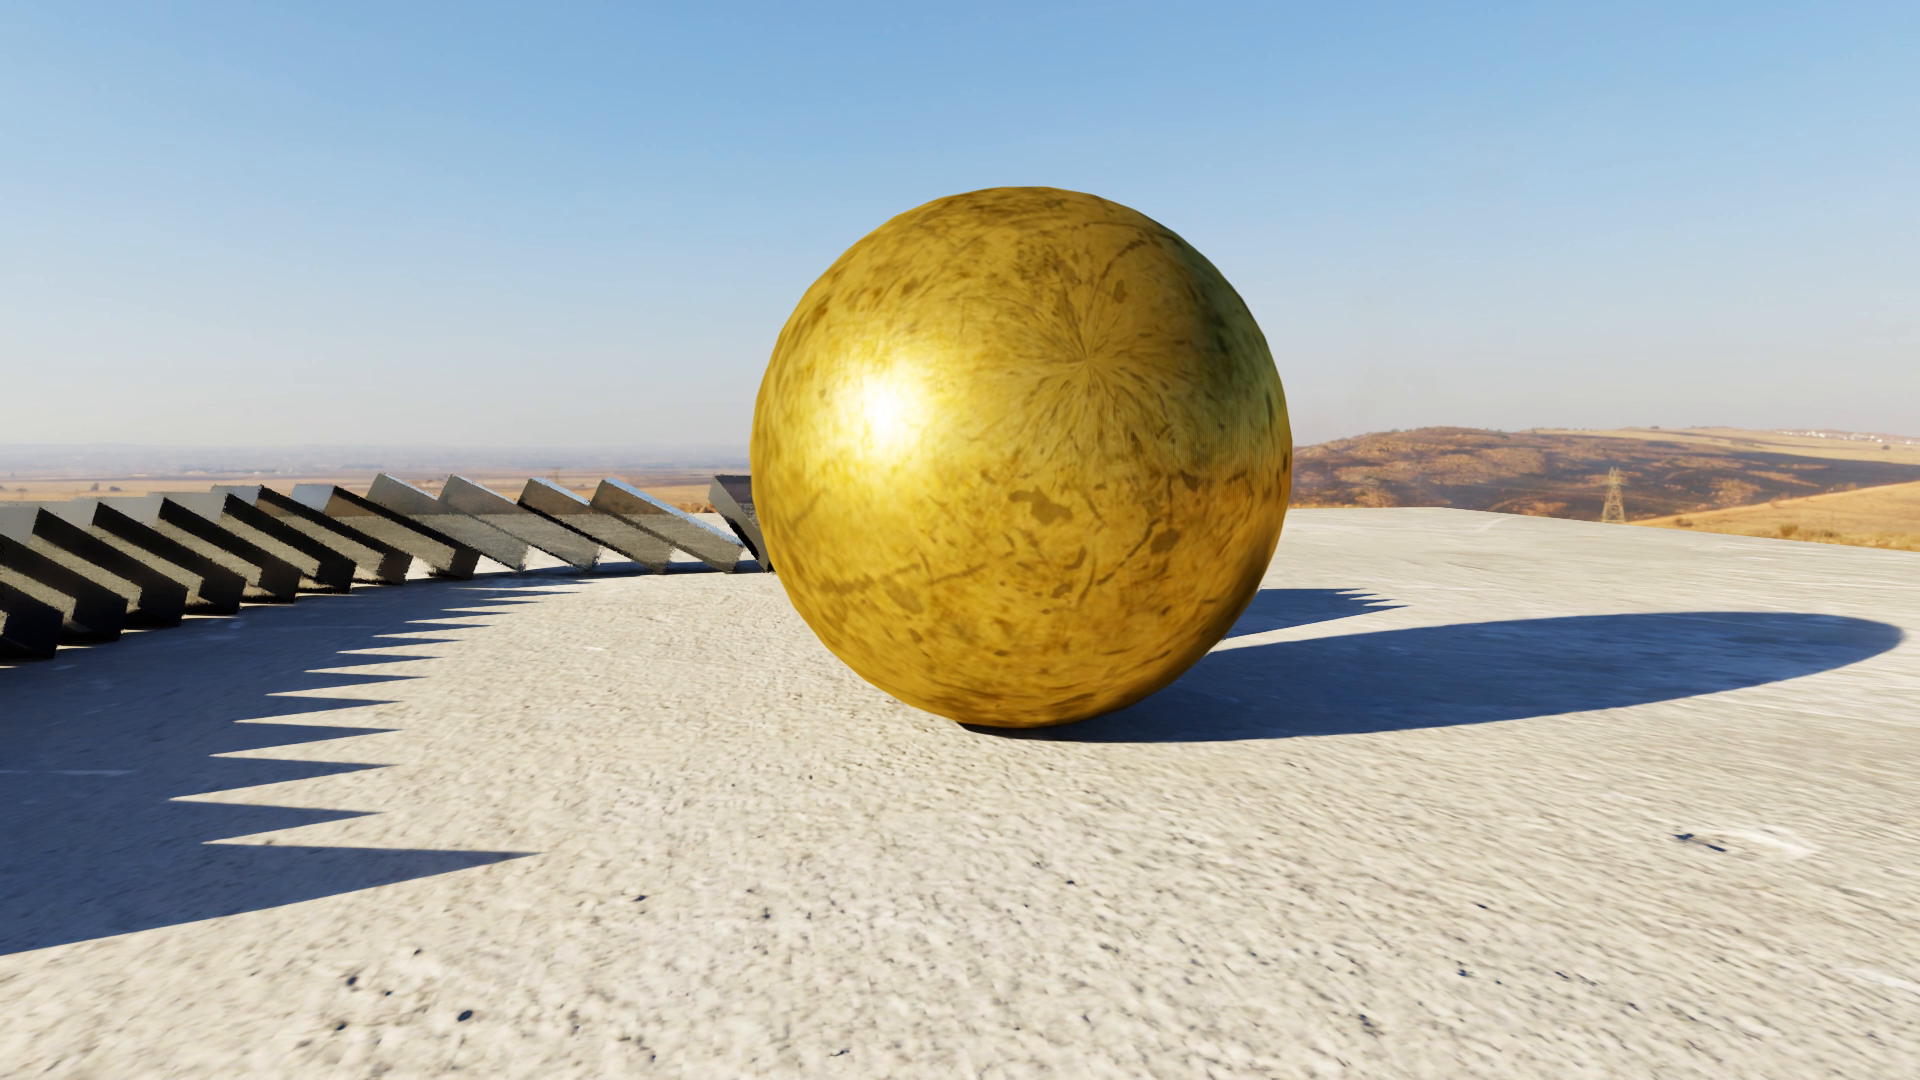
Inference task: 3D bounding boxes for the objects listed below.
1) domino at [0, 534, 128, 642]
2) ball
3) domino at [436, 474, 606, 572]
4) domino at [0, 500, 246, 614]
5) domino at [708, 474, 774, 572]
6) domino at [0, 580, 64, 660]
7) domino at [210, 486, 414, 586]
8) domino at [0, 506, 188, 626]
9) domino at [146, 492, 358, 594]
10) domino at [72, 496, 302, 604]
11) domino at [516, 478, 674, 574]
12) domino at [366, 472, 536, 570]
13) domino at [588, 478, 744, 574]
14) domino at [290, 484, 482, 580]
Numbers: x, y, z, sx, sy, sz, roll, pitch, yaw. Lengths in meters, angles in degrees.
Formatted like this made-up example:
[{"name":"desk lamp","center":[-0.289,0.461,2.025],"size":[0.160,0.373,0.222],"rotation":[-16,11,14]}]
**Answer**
[{"name":"domino","center":[-0.194,0.009,0.255],"size":[0.025,0.009,0.050],"rotation":[0,-21,0]},{"name":"ball","center":[0.009,-0.012,0.193],"size":[0.080,0.080,0.080],"rotation":[0,4,0]},{"name":"domino","center":[-0.141,-0.005,0.415],"size":[0.050,0.009,0.025],"rotation":[27,-5,-10]},{"name":"domino","center":[-0.196,0.005,0.301],"size":[0.025,0.009,0.050],"rotation":[1,-21,8]},{"name":"domino","center":[-0.065,-0.006,0.441],"size":[0.025,0.010,0.050],"rotation":[-1,31,-36]},{"name":"domino","center":[-0.191,0.010,0.232],"size":[0.025,0.010,0.050],"rotation":[0,-21,-4]},{"name":"domino","center":[-0.188,-0.001,0.371],"size":[0.025,0.010,0.050],"rotation":[2,-22,32]},{"name":"domino","center":[-0.195,0.007,0.278],"size":[0.025,0.010,0.050],"rotation":[0,-21,2]},{"name":"domino","center":[-0.191,0.001,0.346],"size":[0.025,0.010,0.050],"rotation":[1,-21,14]},{"name":"domino","center":[-0.194,0.003,0.324],"size":[0.025,0.009,0.050],"rotation":[1,-21,11]},{"name":"domino","center":[-0.119,-0.005,0.423],"size":[0.050,0.009,0.025],"rotation":[27,-2,-11]},{"name":"domino","center":[-0.164,-0.005,0.416],"size":[0.050,0.010,0.025],"rotation":[27,-6,-11]},{"name":"domino","center":[-0.096,-0.005,0.428],"size":[0.050,0.010,0.025],"rotation":[27,1,-8]},{"name":"domino","center":[-0.175,-0.002,0.391],"size":[0.025,0.010,0.050],"rotation":[3,-21,39]}]
